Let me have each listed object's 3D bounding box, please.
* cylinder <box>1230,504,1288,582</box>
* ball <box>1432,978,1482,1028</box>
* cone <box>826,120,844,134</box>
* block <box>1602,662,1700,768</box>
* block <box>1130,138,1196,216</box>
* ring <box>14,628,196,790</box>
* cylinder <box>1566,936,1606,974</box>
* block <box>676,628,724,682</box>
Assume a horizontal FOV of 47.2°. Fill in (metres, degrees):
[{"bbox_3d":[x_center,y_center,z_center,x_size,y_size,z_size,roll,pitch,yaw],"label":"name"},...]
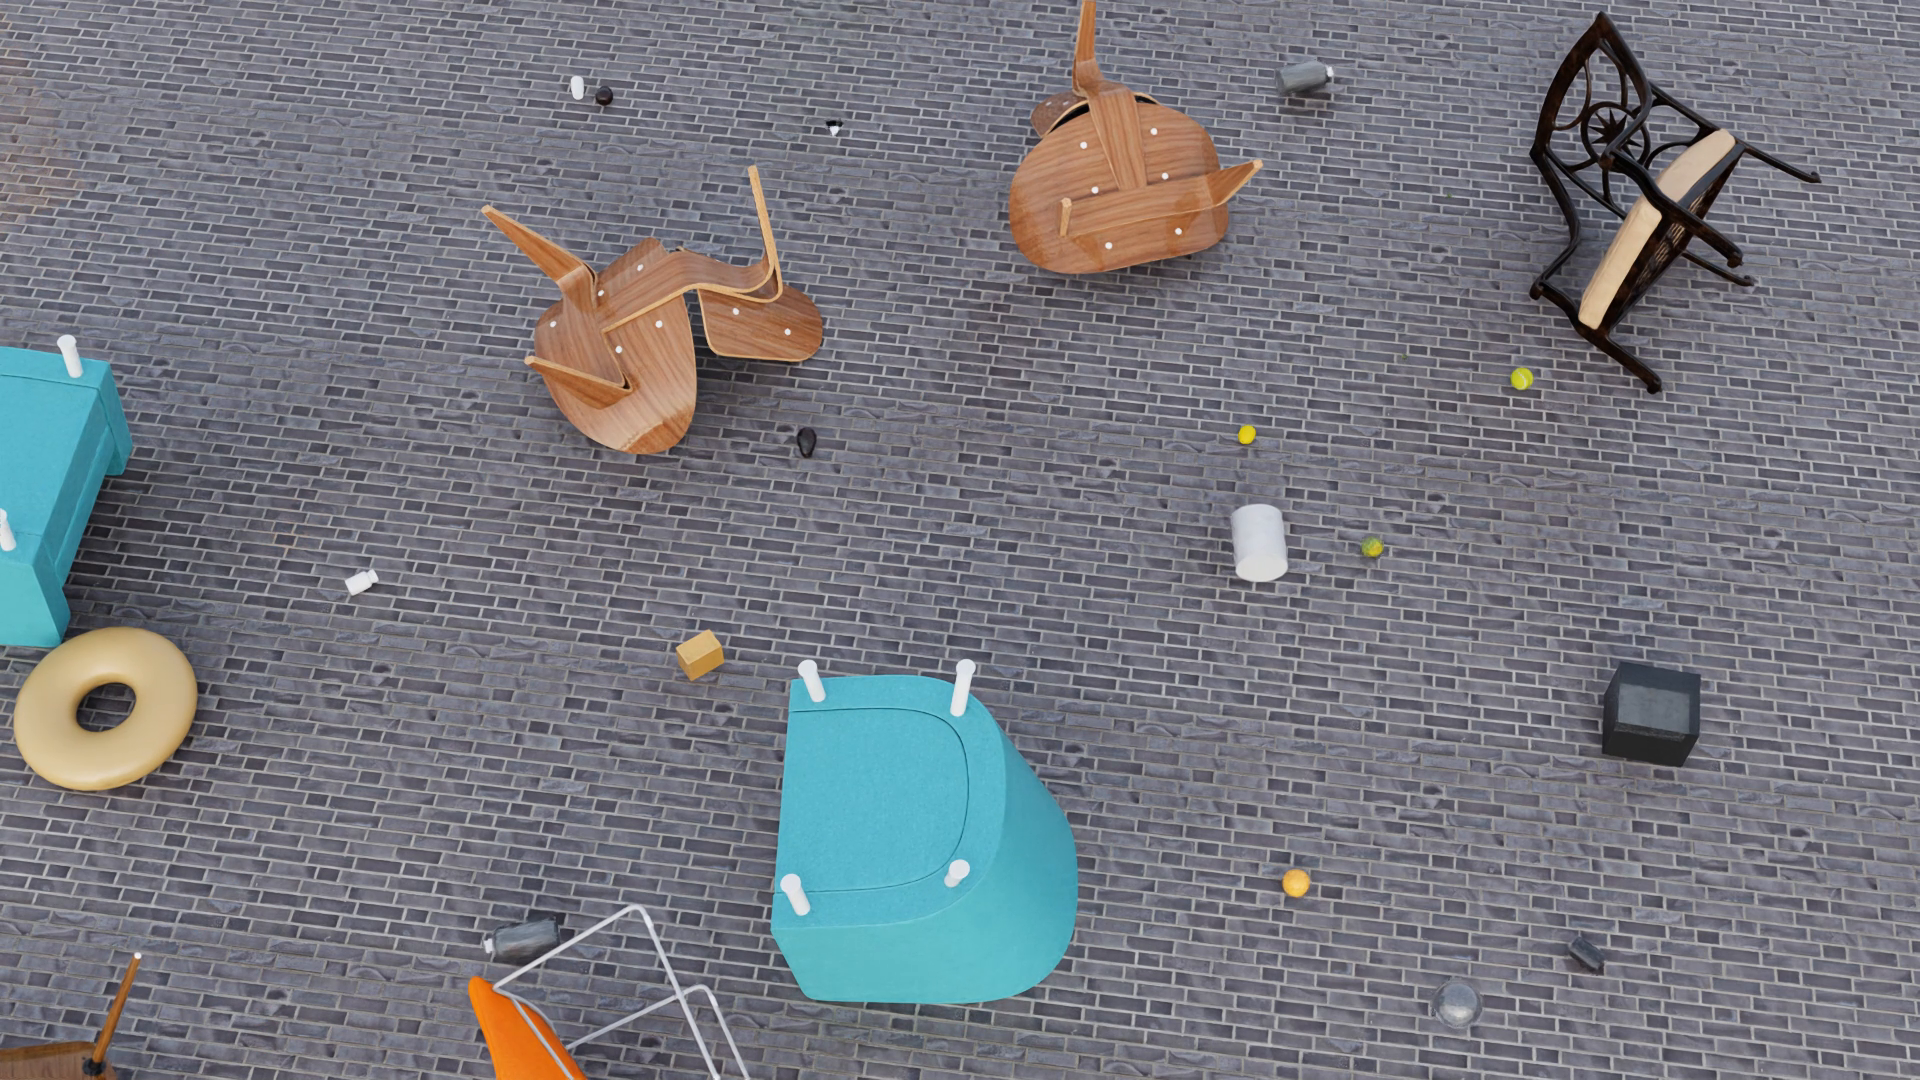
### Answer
[{"bbox_3d":[0.880,0.009,6.476,0.150,0.155,0.175,-29,47,35],"label":"cylinder"},{"bbox_3d":[1.288,1.200,5.692,0.127,0.127,0.127,0,56,0],"label":"ball"},{"bbox_3d":[-0.428,-1.400,7.499,0.068,0.050,0.047,2,86,31],"label":"cone"},{"bbox_3d":[1.928,0.487,6.137,0.219,0.183,0.197,10,57,6],"label":"block"},{"bbox_3d":[0.675,-1.205,7.315,0.153,0.111,0.209,19,58,12],"label":"block"},{"bbox_3d":[-2.402,0.470,6.186,0.506,0.125,0.522,-16,57,-10],"label":"ring"},{"bbox_3d":[1.656,1.096,5.809,0.087,0.049,0.057,35,72,21],"label":"cylinder"},{"bbox_3d":[-0.744,0.330,6.296,0.111,0.094,0.069,-30,61,-18],"label":"block"}]
